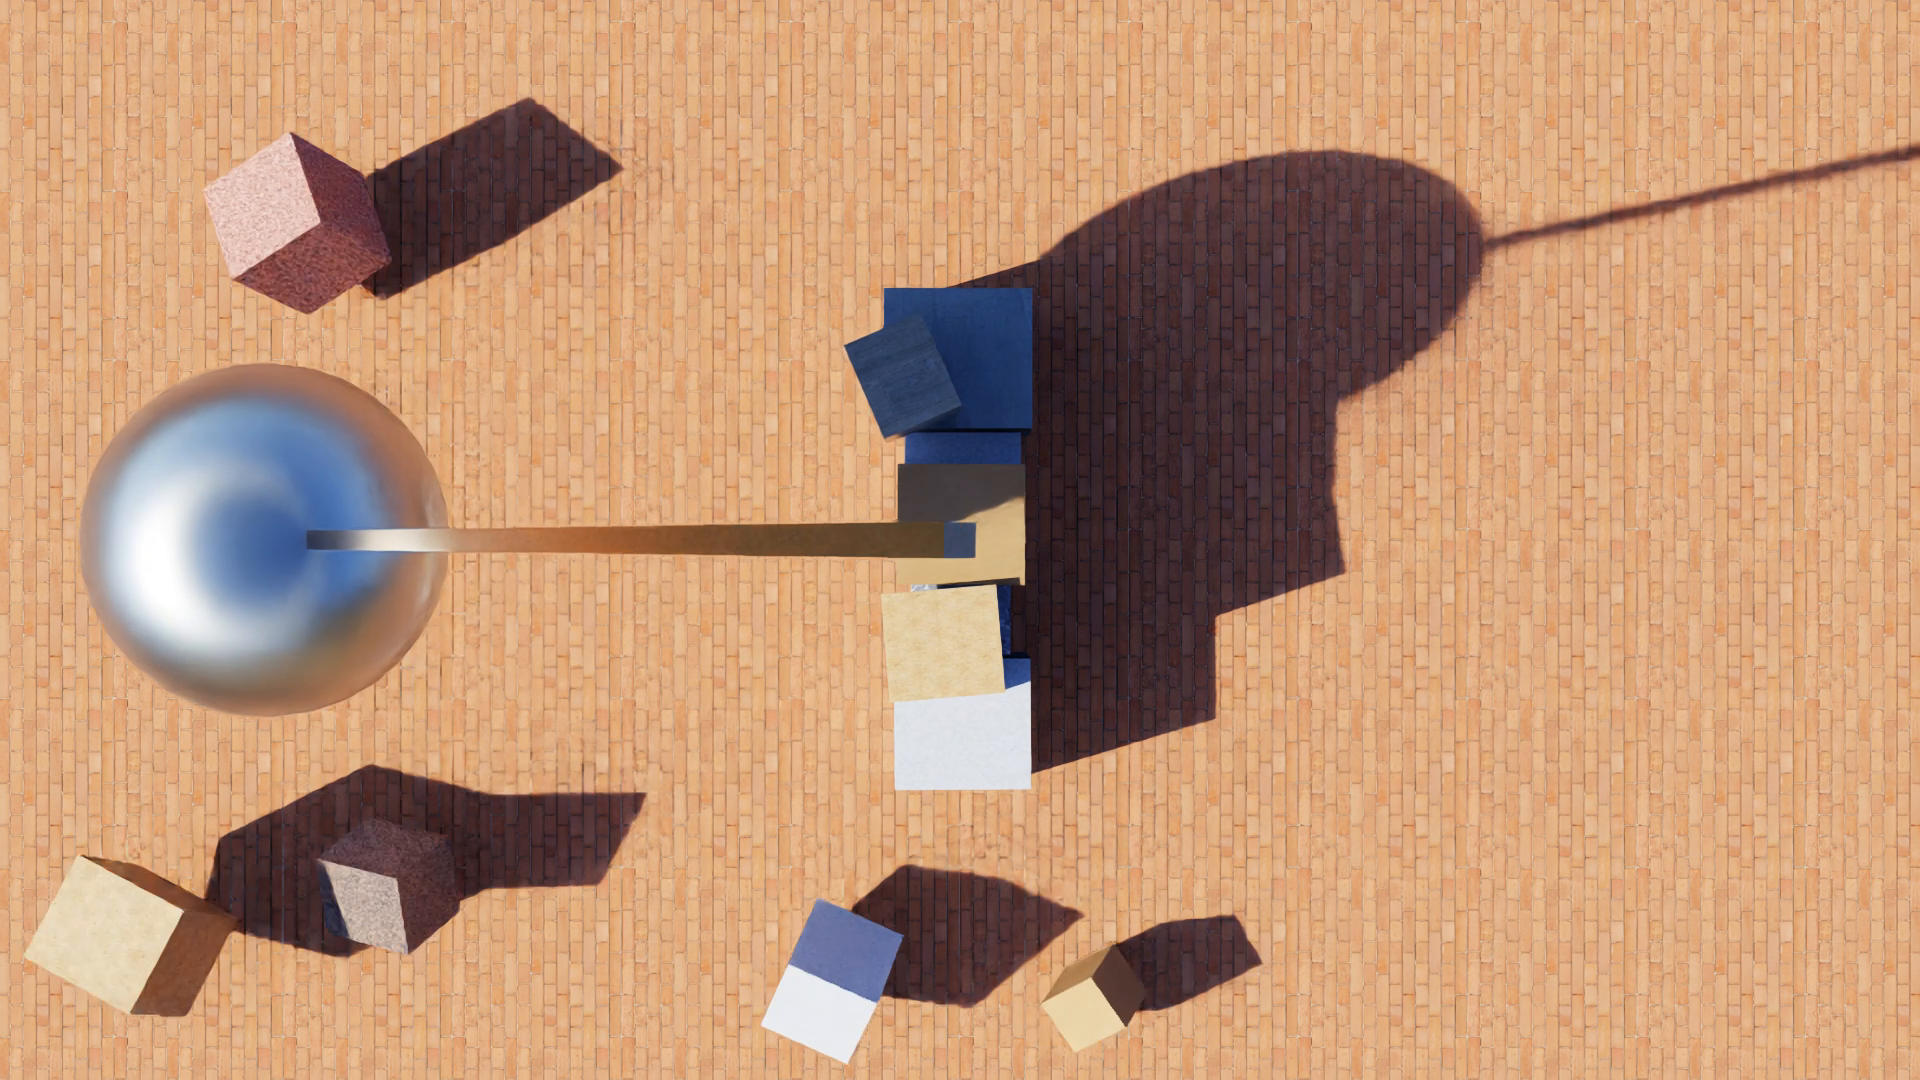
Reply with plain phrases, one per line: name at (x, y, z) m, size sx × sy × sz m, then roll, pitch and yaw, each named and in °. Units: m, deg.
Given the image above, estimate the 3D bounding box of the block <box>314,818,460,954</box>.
block at (-3.269, 1.973, 12.583) m, size 0.574 × 0.482 × 0.502 m, roll 9°, pitch 116°, yaw 23°

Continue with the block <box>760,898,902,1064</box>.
block at (-0.731, 2.524, 12.611) m, size 0.541 × 0.566 × 0.548 m, roll 24°, pitch 125°, yaw 0°

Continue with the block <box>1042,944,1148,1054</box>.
block at (0.779, 2.647, 12.715) m, size 0.377 × 0.431 × 0.349 m, roll -34°, pitch 93°, yaw 27°

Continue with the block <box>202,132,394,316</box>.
block at (-3.758, -1.788, 12.498) m, size 0.632 × 0.658 × 0.627 m, roll -29°, pitch 69°, yaw 14°

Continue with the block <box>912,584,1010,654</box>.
block at (0.005, 0.372, 12.739) m, size 0.564 × 0.522 × 0.559 m, roll 0°, pitch 90°, yaw 0°

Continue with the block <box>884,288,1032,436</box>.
block at (-0.010, -1.004, 12.567) m, size 0.821 × 0.865 × 0.774 m, roll 0°, pitch 90°, yaw 0°

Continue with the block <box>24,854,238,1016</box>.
block at (-4.628, 2.221, 12.309) m, size 0.715 × 0.655 × 0.613 m, roll 24°, pitch 81°, yaw 12°

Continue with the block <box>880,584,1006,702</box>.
block at (-0.090, 0.564, 11.982) m, size 0.616 × 0.593 × 0.577 m, roll -5°, pitch 87°, yaw 0°

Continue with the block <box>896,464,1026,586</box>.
block at (0.007, -0.083, 12.088) m, size 0.686 × 0.607 × 0.647 m, roll 0°, pitch 90°, yaw 0°

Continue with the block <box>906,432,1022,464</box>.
block at (0.017, -0.262, 12.696) m, size 0.654 × 0.609 × 0.689 m, roll 0°, pitch 90°, yaw 0°

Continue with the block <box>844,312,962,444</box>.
block at (-0.302, -0.867, 11.861) m, size 0.447 × 0.547 × 0.538 m, roll -23°, pitch 90°, yaw 0°

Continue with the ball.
ball at (-3.119, 0.000, 9.921) m, size 1.600 × 1.600 × 1.600 m, roll 0°, pitch 90°, yaw 0°

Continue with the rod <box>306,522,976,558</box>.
rod at (-1.351, 0.000, 7.016) m, size 0.080 × 5.200 × 0.080 m, roll 0°, pitch 90°, yaw -31°

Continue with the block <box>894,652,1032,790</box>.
block at (0.014, 1.029, 12.637) m, size 0.762 × 0.725 × 0.730 m, roll 0°, pitch 90°, yaw 0°
